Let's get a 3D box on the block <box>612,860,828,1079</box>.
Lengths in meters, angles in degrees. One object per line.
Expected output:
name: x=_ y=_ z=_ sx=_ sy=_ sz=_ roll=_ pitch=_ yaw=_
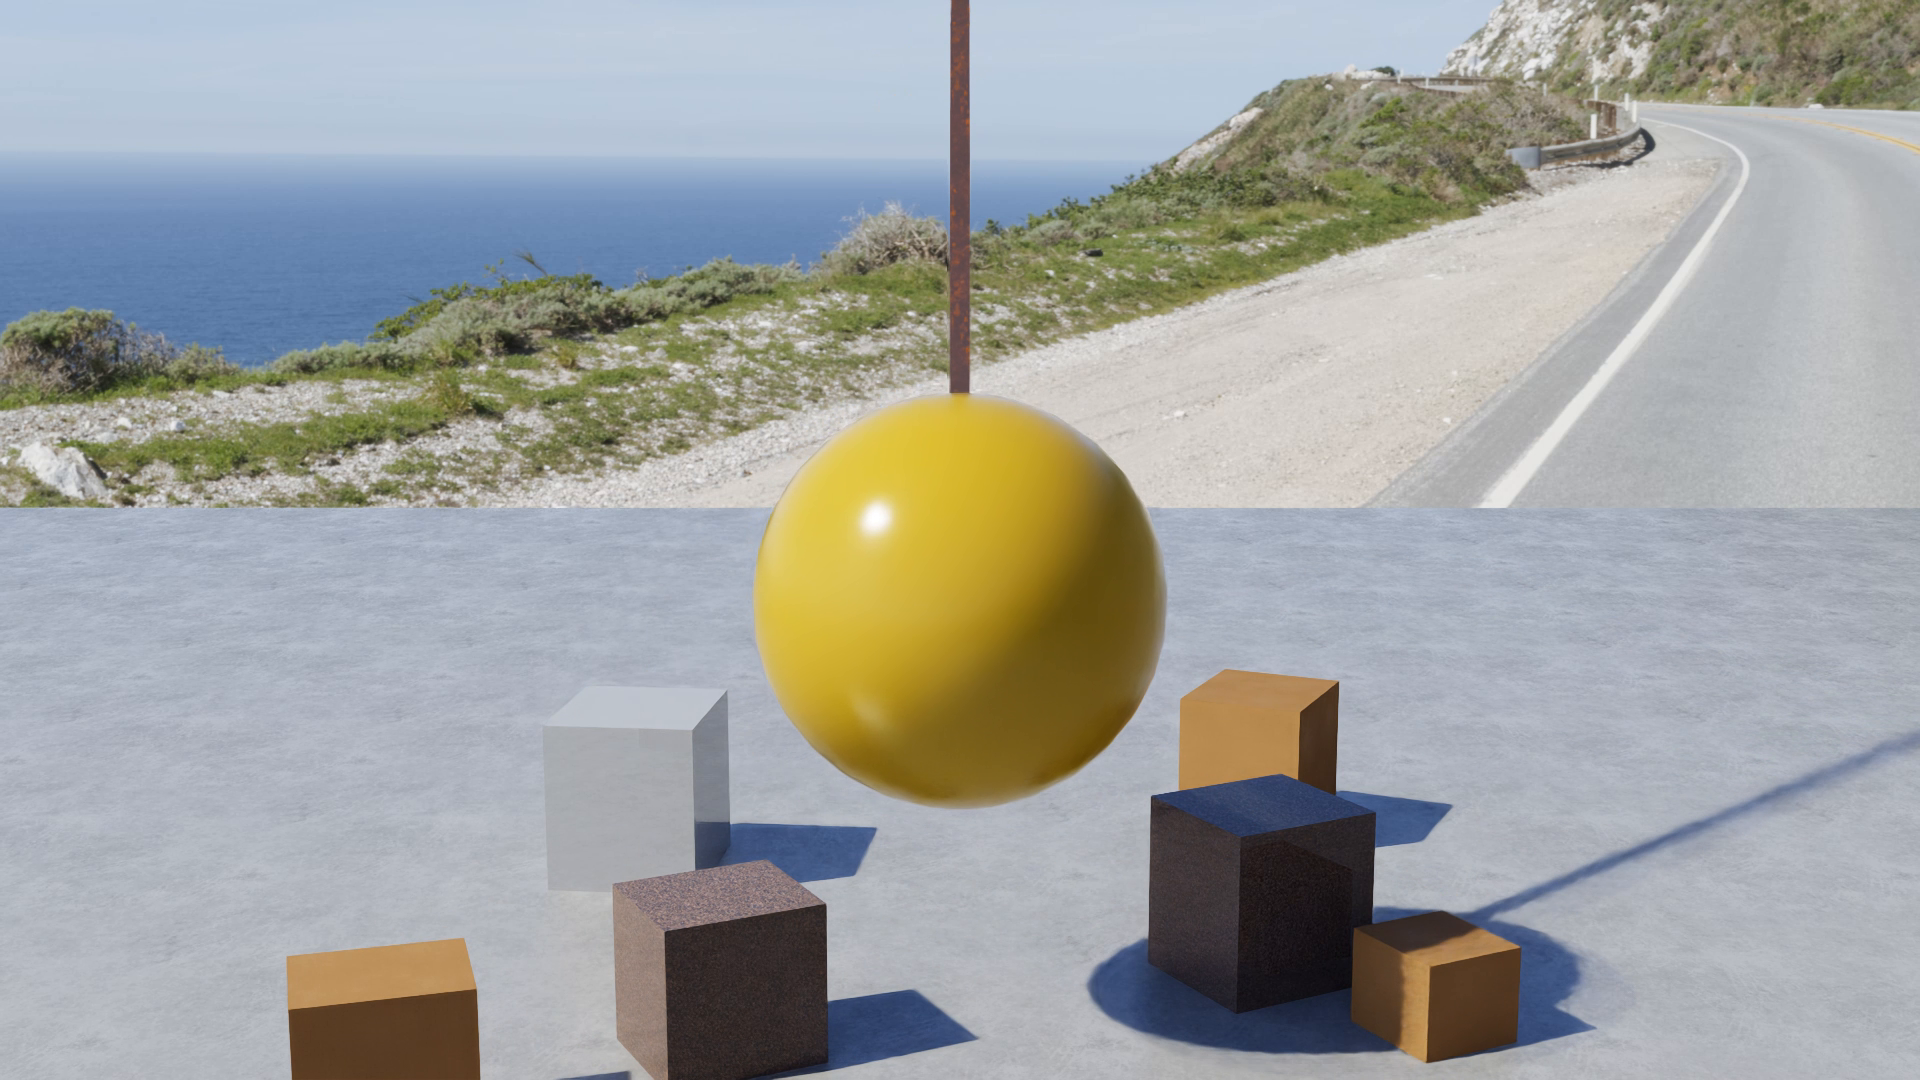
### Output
block: x=-0.933 y=1.679 z=8.537 sx=0.651 sy=0.642 sz=0.594 roll=-5 pitch=12 yaw=-27

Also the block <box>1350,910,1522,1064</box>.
block: x=1.888 y=1.768 z=8.744 sx=0.450 sy=0.393 sz=0.475 roll=-5 pitch=12 yaw=-27

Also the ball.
ball: x=0.000 y=0.232 z=8.479 sx=1.600 sy=1.600 sz=1.600 roll=0 pitch=10 yaw=0

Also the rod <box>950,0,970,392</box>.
rod: x=0.000 y=-3.030 z=9.441 sx=0.080 sy=5.200 sz=0.080 roll=0 pitch=-16 yaw=0

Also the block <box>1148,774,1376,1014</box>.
block: x=1.272 y=1.480 z=9.328 sx=0.691 sy=0.750 sz=0.649 roll=-6 pitch=12 yaw=-28

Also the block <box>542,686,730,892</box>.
block: x=-1.557 y=1.203 z=10.699 sx=0.714 sy=0.805 sz=0.772 roll=1 pitch=10 yaw=6

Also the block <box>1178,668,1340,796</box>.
block: x=1.534 y=1.129 z=11.272 sx=0.619 sy=0.745 sz=0.703 roll=5 pitch=11 yaw=25

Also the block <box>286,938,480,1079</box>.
block: x=-2.047 y=1.826 z=7.813 sx=0.626 sy=0.612 sz=0.519 roll=-3 pitch=11 yaw=-17
